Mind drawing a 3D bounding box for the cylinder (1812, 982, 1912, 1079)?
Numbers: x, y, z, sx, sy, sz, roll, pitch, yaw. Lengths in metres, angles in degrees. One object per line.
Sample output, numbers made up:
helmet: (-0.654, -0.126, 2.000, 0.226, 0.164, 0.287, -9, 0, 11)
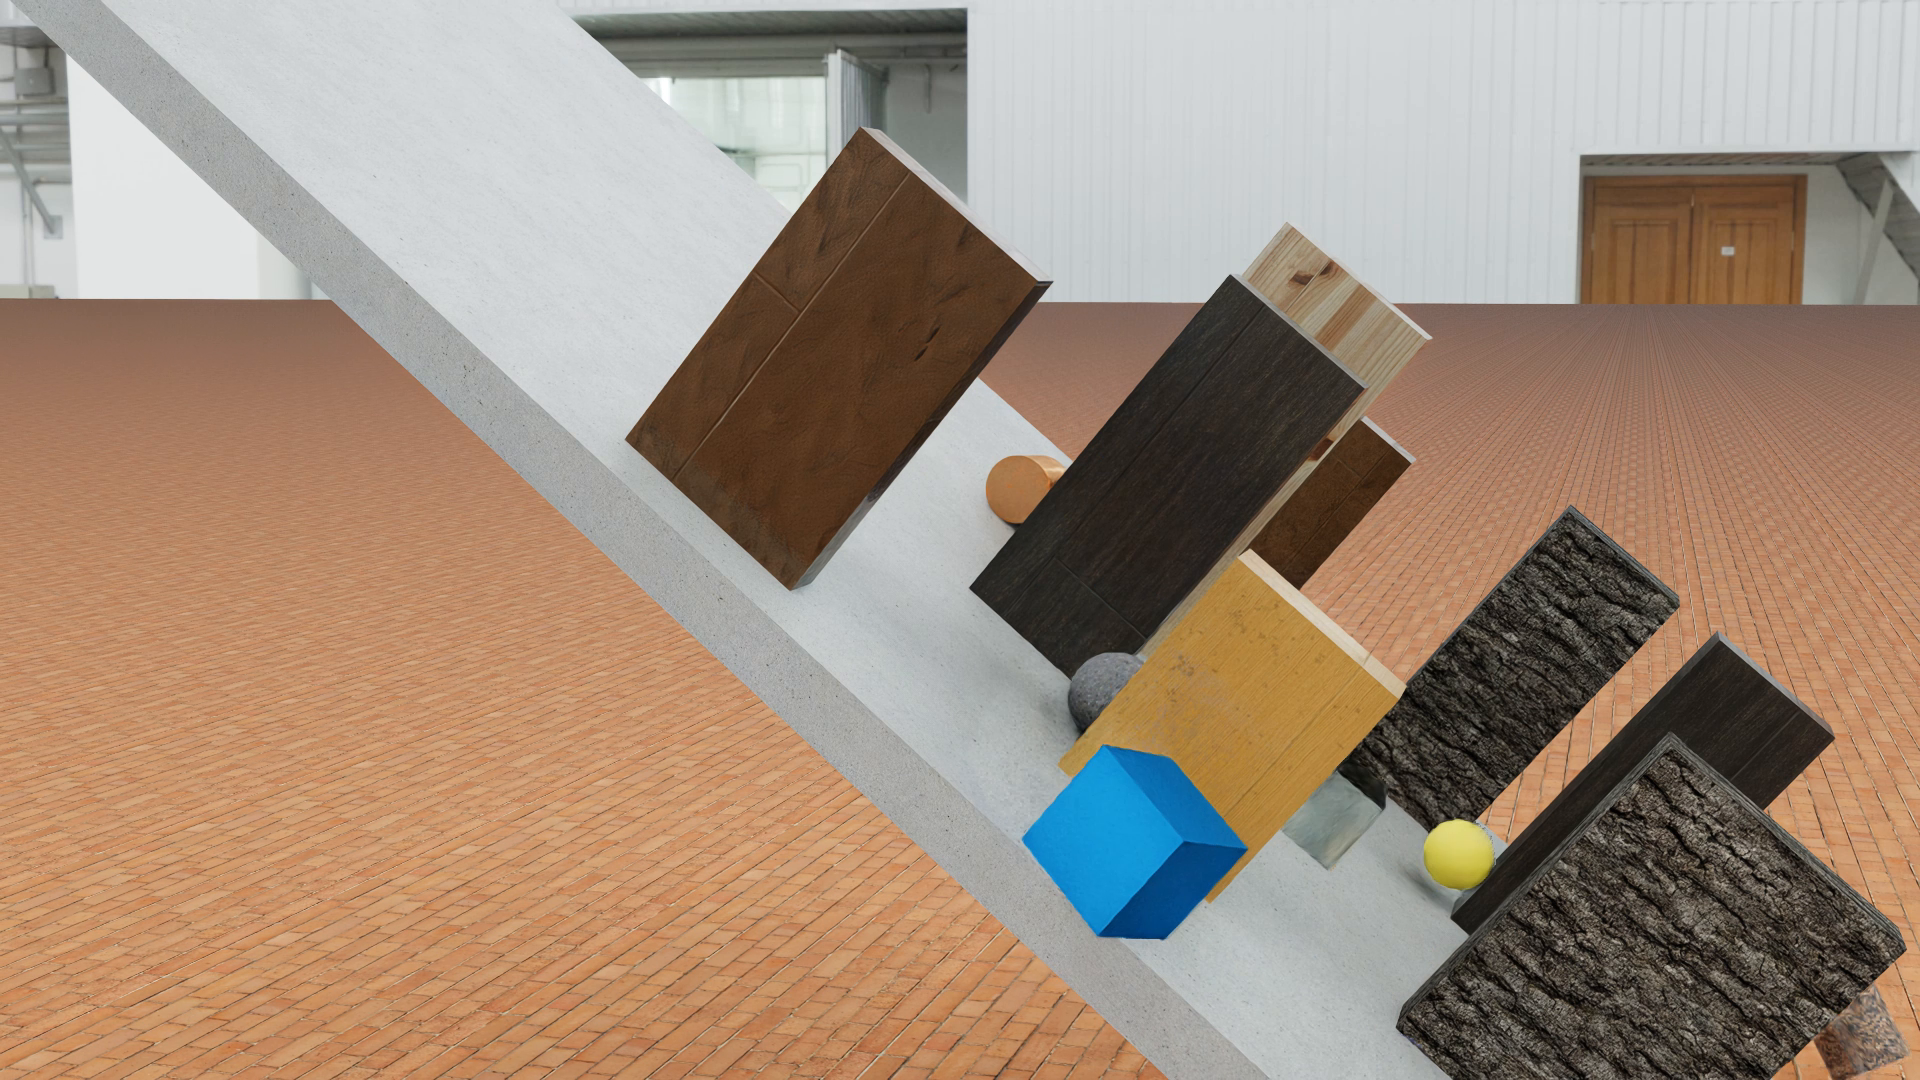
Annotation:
cylinder: (2.001, 1.102, 4.920, 0.176, 0.176, 0.176, -18, -22, -7)

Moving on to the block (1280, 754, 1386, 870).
block: (0.644, 0.459, 3.872, 0.147, 0.147, 0.147, 40, 16, 2)

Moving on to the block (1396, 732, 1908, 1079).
block: (1.039, 0.668, 3.350, 0.436, 0.611, 0.115, 42, 16, 9)

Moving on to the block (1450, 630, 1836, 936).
block: (1.235, 0.517, 4.009, 0.258, 0.707, 0.114, 42, 16, 9)

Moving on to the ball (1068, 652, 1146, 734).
ball: (0.249, 0.256, 3.541, 0.151, 0.151, 0.151, 0, 7, 0)

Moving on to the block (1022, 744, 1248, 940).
block: (0.241, 0.419, 3.033, 0.181, 0.181, 0.181, 17, 28, -53)

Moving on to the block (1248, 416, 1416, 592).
block: (0.643, -0.079, 4.617, 0.347, 0.531, 0.104, 42, 16, 9)

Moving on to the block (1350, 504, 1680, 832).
block: (1.110, 0.277, 4.444, 0.279, 0.670, 0.144, 42, 16, 9)

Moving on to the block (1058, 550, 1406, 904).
block: (0.409, 0.281, 3.329, 0.312, 0.428, 0.113, 42, 16, 9)

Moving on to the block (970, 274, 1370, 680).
block: (0.344, -0.085, 3.683, 0.287, 0.694, 0.082, 42, 16, 9)

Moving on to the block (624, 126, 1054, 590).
block: (-0.181, -0.258, 3.190, 0.338, 0.584, 0.087, 42, 16, 9)

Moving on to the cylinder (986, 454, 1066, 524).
cylinder: (0.134, -0.100, 4.274, 0.131, 0.131, 0.131, 3, 3, 22)

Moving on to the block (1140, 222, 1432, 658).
block: (0.489, -0.182, 4.101, 0.330, 0.781, 0.115, 42, 16, 9)

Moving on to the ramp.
ramp: (0.007, 0.040, 4.037, 4.000, 0.100, 2.000, 42, 16, 9)

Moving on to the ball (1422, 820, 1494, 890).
ball: (0.926, 0.584, 4.085, 0.130, 0.130, 0.130, 0, 7, 0)
